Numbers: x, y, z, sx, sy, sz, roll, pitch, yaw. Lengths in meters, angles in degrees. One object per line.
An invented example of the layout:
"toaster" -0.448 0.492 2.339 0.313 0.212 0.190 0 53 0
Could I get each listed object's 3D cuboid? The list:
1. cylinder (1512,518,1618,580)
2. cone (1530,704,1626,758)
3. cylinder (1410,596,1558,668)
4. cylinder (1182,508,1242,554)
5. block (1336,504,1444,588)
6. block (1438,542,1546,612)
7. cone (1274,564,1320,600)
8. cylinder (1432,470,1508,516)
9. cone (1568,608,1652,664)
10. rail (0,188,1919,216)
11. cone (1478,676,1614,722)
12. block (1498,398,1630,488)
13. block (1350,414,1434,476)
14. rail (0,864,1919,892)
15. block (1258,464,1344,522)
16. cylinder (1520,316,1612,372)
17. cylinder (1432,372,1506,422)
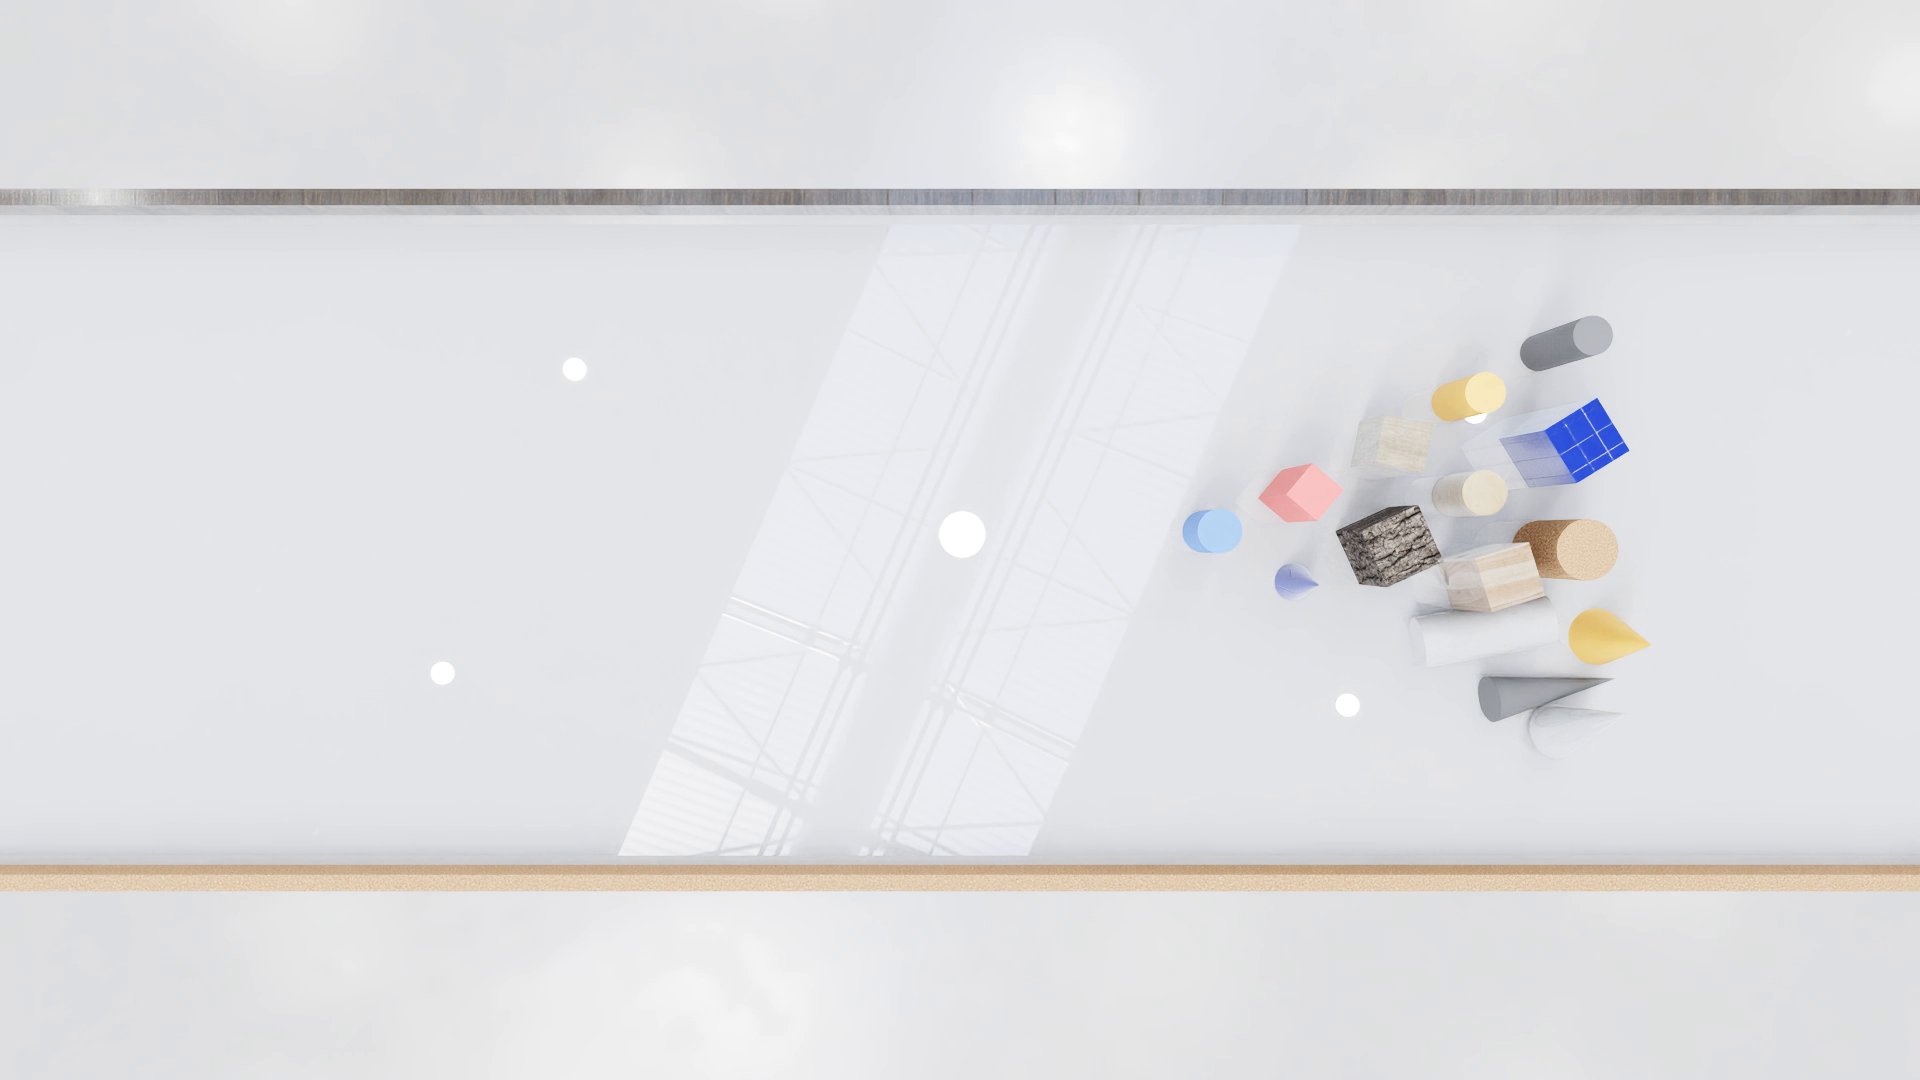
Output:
"cylinder" 1.786 0.028 4.885 0.176 0.384 0.176 0 90 0
"cone" 1.862 0.541 4.879 0.167 0.358 0.167 4 75 -14
"cylinder" 1.585 0.277 4.998 0.401 0.156 0.156 -10 90 0
"cylinder" 0.749 -0.026 4.915 0.130 0.324 0.130 0 90 0
"block" 1.274 0.018 4.911 0.180 0.331 0.180 -24 90 0
"block" 1.566 0.109 4.882 0.159 0.386 0.159 -17 89 0
"cone" 1.025 0.129 4.891 0.116 0.370 0.116 0 90 0
"cylinder" 1.517 -0.137 4.921 0.131 0.311 0.131 0 90 0
"cone" 1.960 0.298 4.872 0.175 0.409 0.175 0 90 0
"rail" -2.247 -1.025 5.002 12.000 0.150 0.050 0 90 0
"cone" 1.814 0.455 5.042 0.423 0.141 0.141 -8 90 -9
"block" 1.780 -0.282 4.879 0.177 0.395 0.177 -32 90 0
"block" 1.286 -0.280 4.925 0.144 0.303 0.144 11 90 0
"rail" -2.247 1.025 5.001 12.000 0.150 0.050 0 90 0
"block" 0.998 -0.135 4.856 0.116 0.440 0.116 40 90 0
"cylinder" 1.780 -0.576 4.856 0.113 0.440 0.113 0 90 0
"cylinder" 1.510 -0.423 4.907 0.117 0.340 0.117 0 90 0
